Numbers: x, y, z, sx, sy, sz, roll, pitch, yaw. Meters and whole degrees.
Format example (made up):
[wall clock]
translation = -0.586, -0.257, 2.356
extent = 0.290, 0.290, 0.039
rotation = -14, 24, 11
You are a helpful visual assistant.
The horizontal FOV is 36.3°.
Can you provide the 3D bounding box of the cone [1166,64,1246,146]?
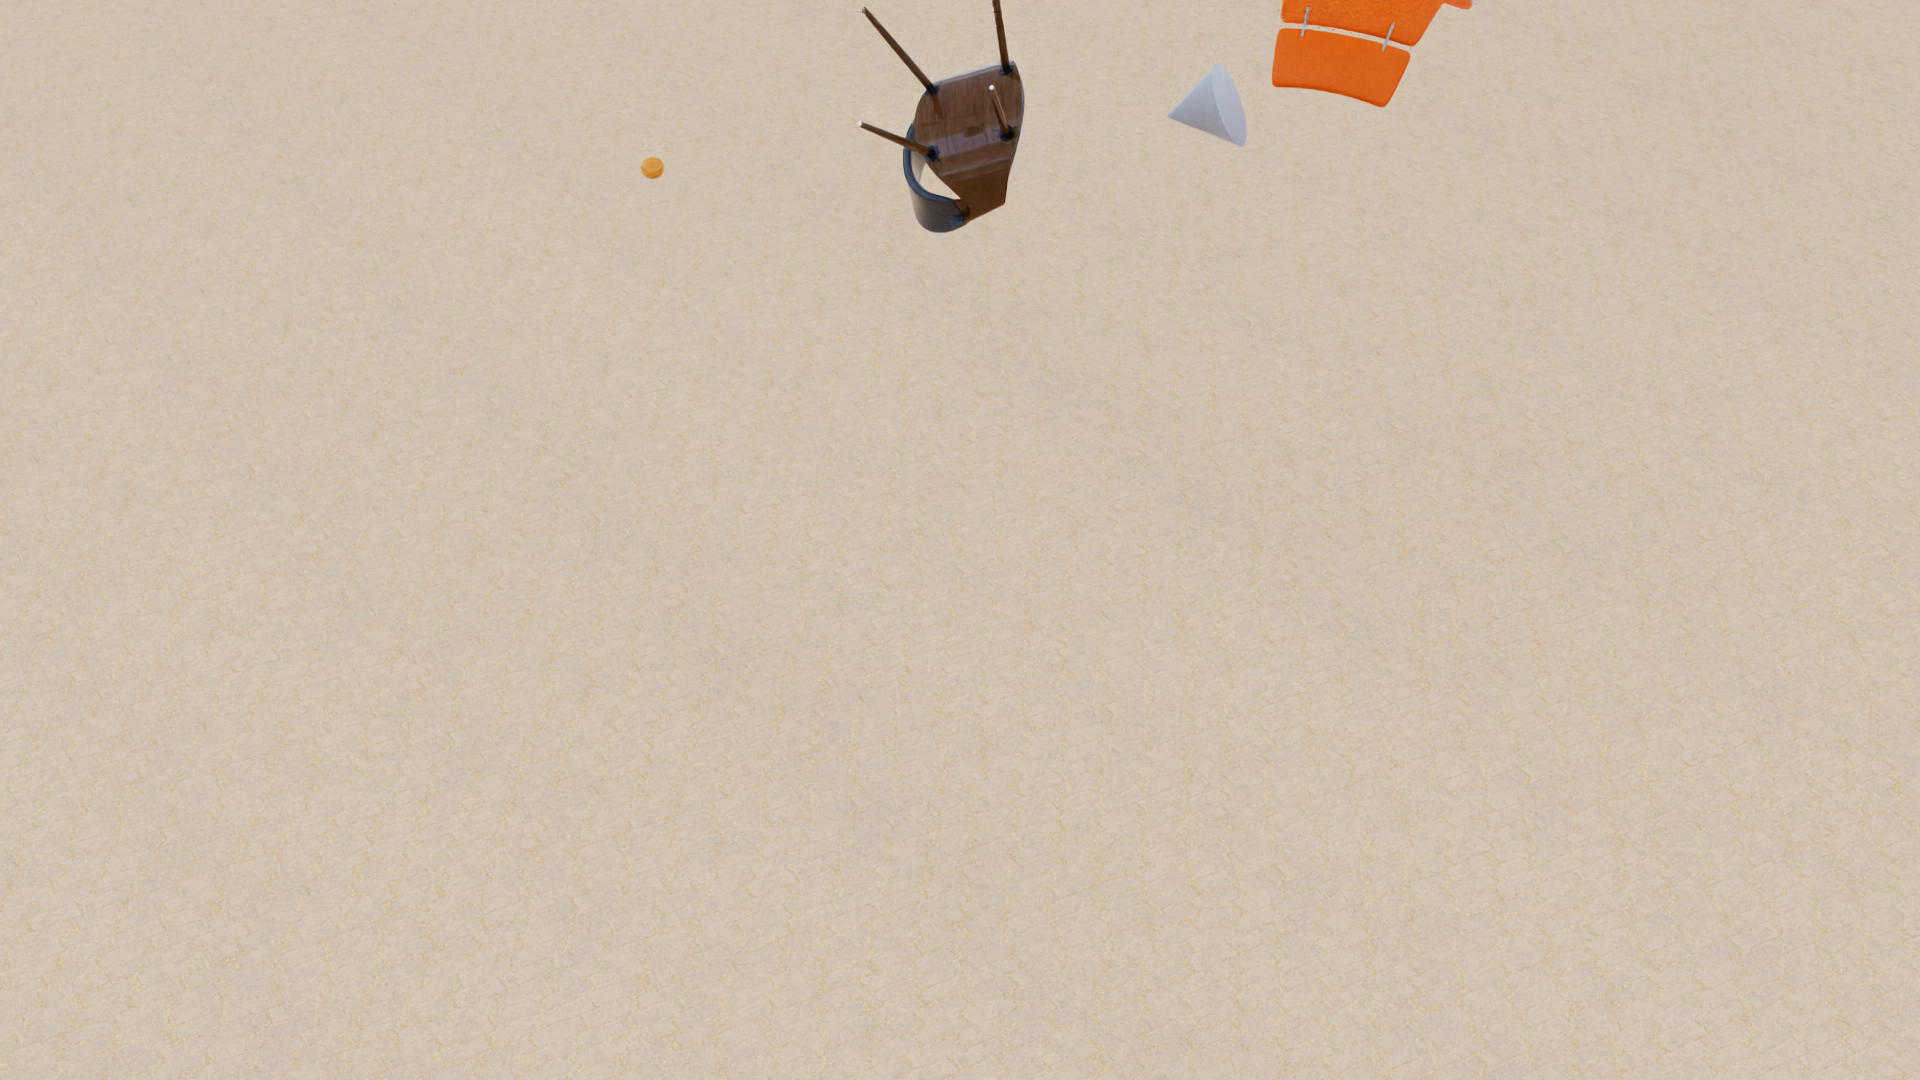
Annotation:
[cone]
translation = 0.700, -1.263, 8.630
extent = 0.205, 0.275, 0.175
rotation = -6, 41, 28
